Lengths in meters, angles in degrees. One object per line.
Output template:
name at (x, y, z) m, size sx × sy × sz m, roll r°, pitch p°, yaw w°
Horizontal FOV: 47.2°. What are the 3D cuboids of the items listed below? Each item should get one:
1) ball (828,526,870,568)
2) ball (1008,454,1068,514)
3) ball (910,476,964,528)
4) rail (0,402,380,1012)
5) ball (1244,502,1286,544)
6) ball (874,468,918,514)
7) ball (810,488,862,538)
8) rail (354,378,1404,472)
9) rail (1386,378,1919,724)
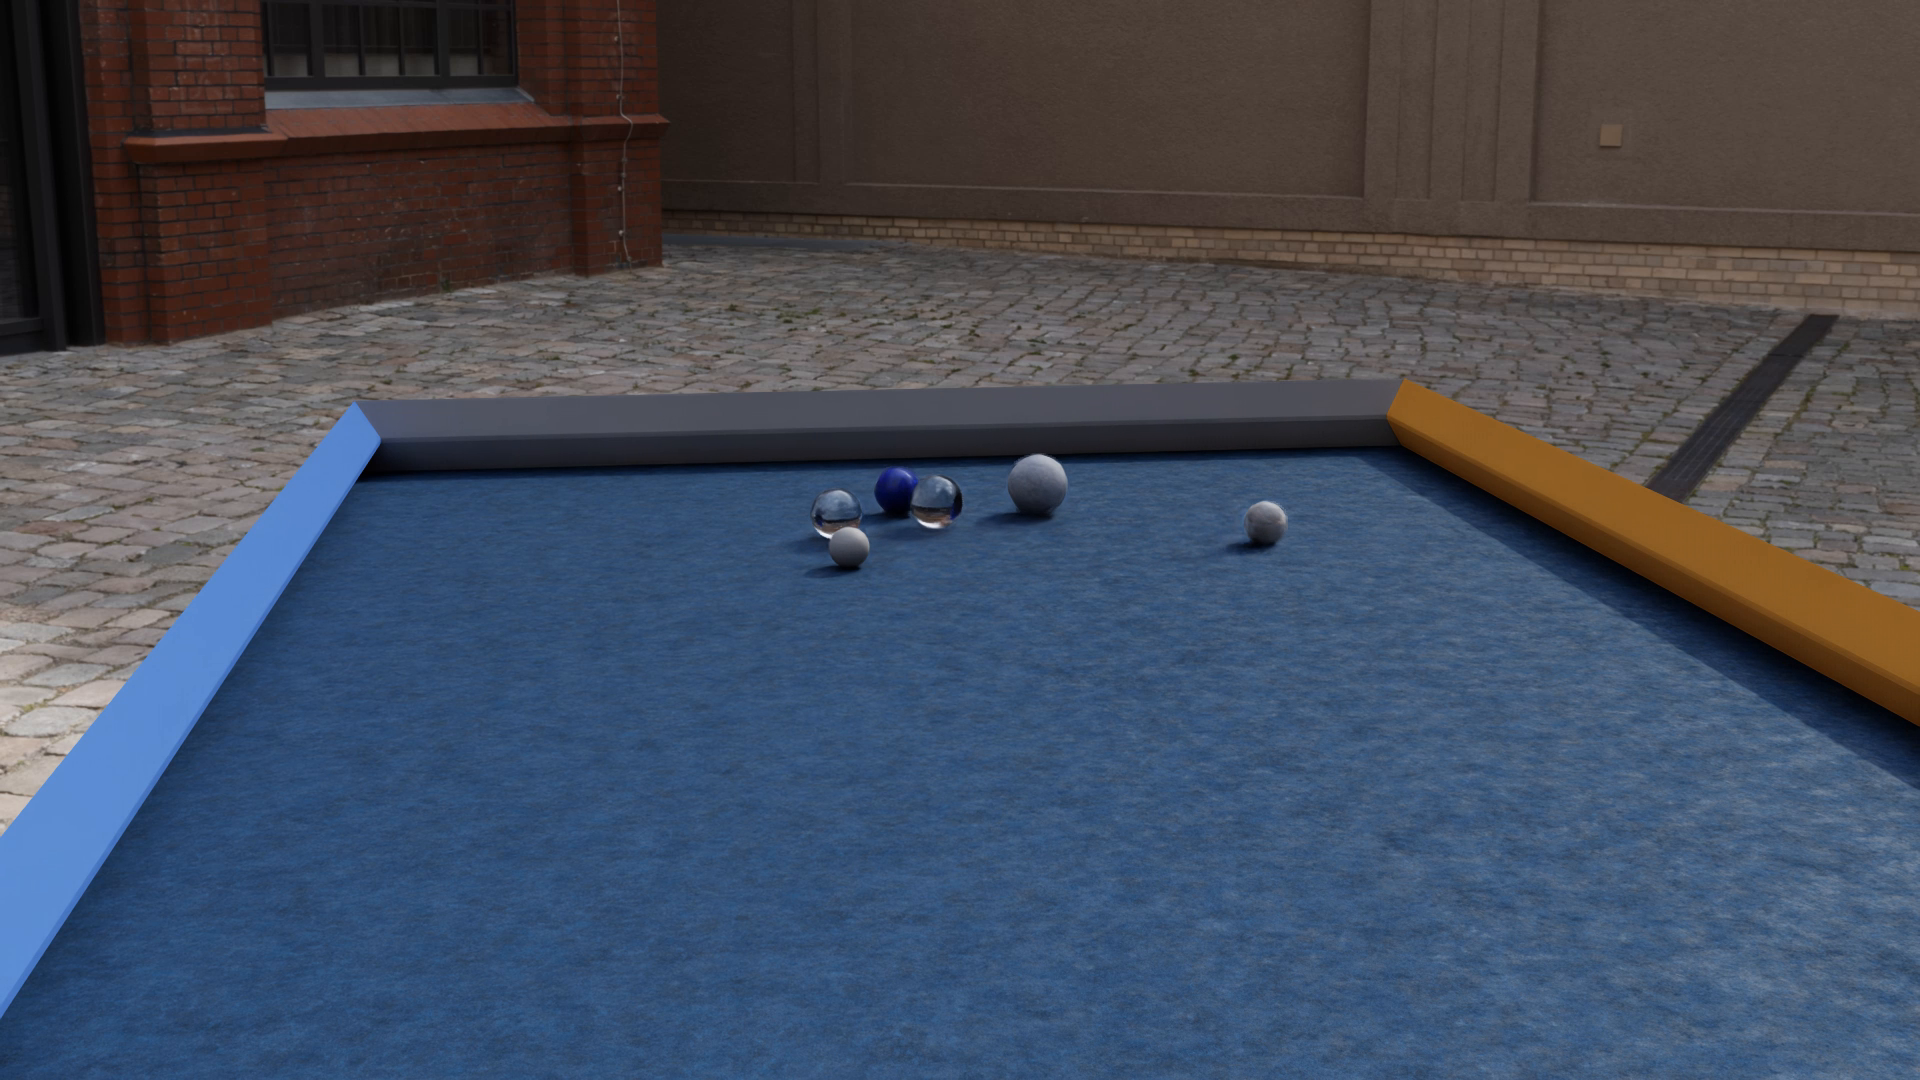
ball at (-0.146, 0.010, 2.906) m, size 0.054 × 0.054 × 0.054 m, roll 0°, pitch 13°, yaw 0°
ball at (0.114, -0.081, 3.228) m, size 0.088 × 0.088 × 0.088 m, roll 0°, pitch 13°, yaw 0°
ball at (-0.033, -0.054, 3.138) m, size 0.076 × 0.076 × 0.076 m, roll 0°, pitch 13°, yaw 0°
rail at (-0.738, 0.176, 2.039) m, size 0.045 × 0.114 × 3.116 m, roll -2°, pitch 13°, yaw -8°
ball at (0.421, -0.024, 3.043) m, size 0.059 × 0.059 × 0.059 m, roll 0°, pitch 13°, yaw 0°
ball at (-0.092, -0.072, 3.231) m, size 0.069 × 0.069 × 0.069 m, roll 0°, pitch 13°, yaw 0°
ball at (-0.173, -0.036, 3.066) m, size 0.071 × 0.071 × 0.071 m, roll 0°, pitch 13°, yaw 0°
rail at (-0.103, -0.189, 3.634) m, size 1.752 × 0.114 × 0.045 m, roll -2°, pitch 13°, yaw -8°
rail at (0.950, 0.125, 2.265) m, size 0.045 × 0.114 × 3.116 m, roll -2°, pitch 13°, yaw -8°
